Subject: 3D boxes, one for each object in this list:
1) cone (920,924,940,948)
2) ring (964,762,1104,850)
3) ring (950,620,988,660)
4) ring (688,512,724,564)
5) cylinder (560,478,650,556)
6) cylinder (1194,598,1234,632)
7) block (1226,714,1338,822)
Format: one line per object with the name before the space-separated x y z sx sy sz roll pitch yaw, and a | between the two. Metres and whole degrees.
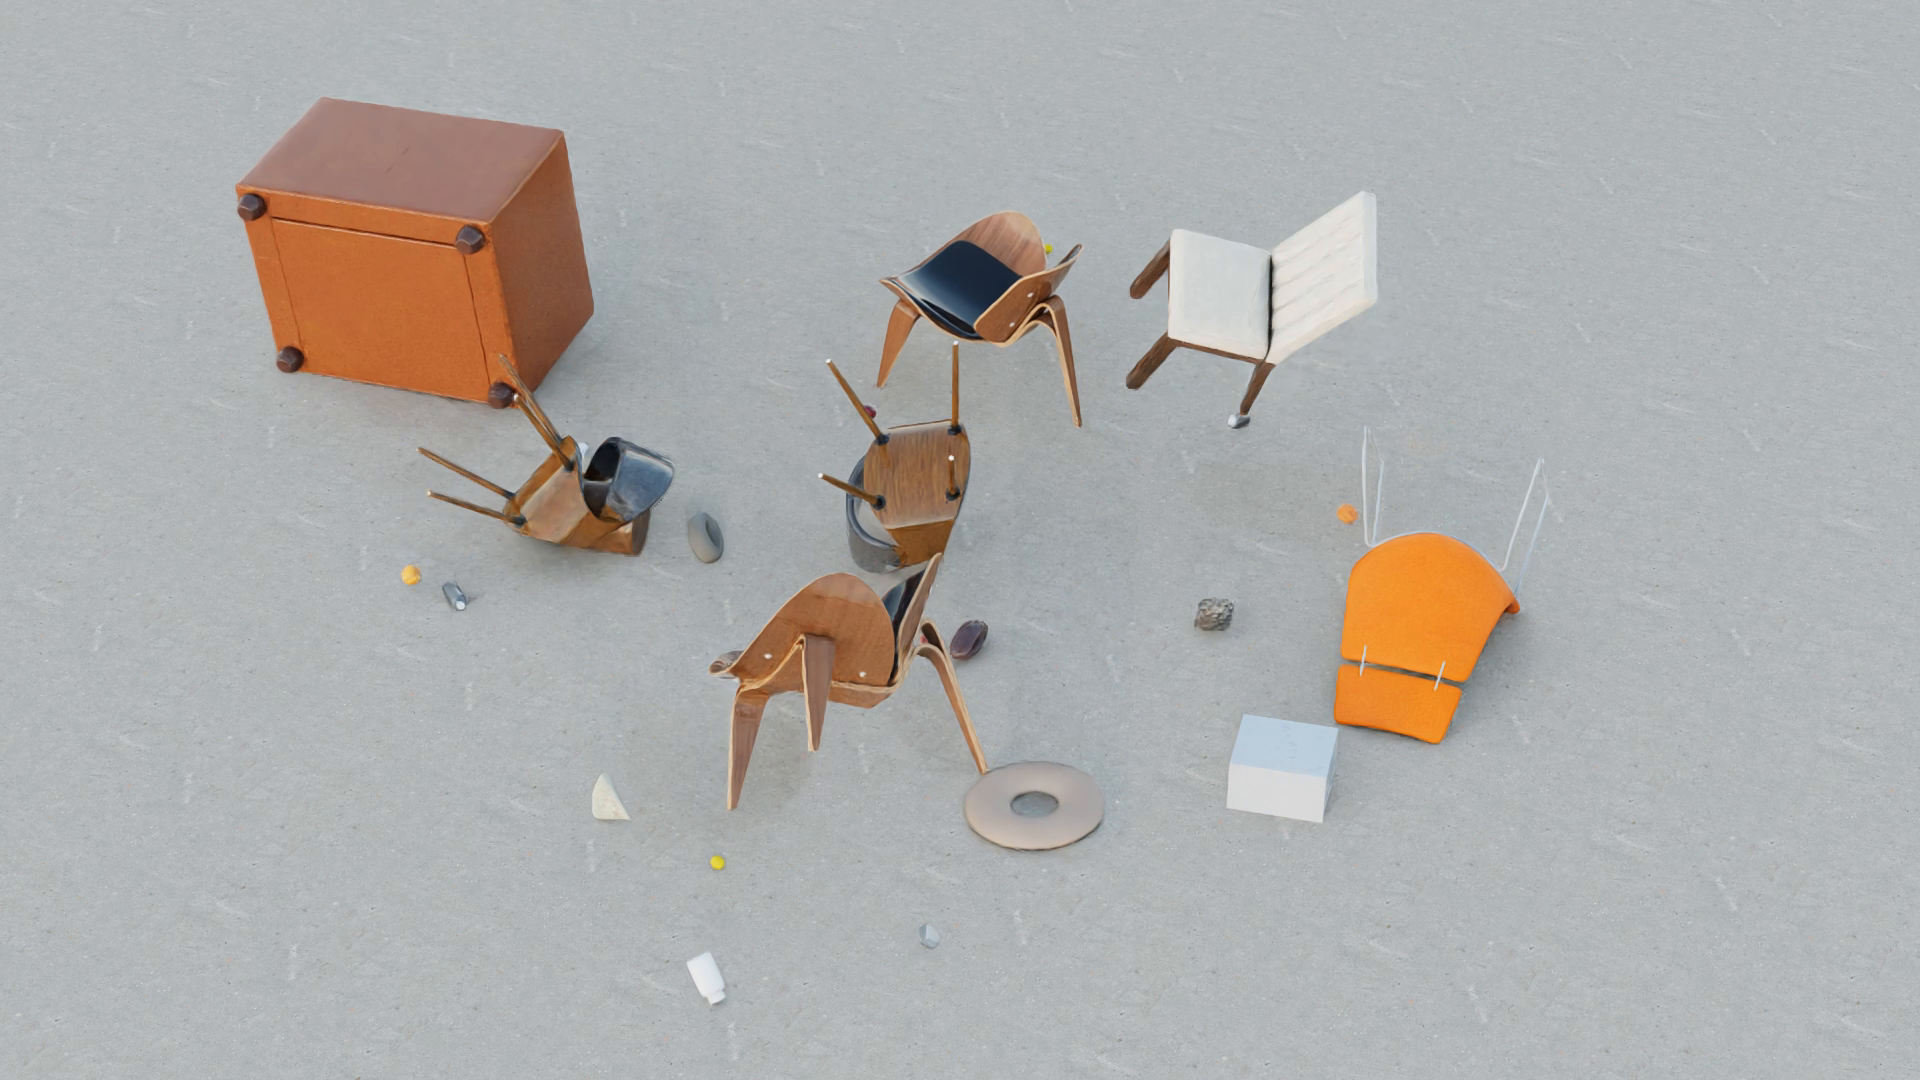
cone | -0.107 1.232 9.048 0.082 0.040 0.096 55 29 9
ring | 0.242 0.864 9.574 0.466 0.066 0.436 -12 36 -17
ring | 0.031 0.351 10.331 0.081 0.088 0.194 13 43 24
ring | -0.940 -0.008 10.830 0.077 0.155 0.235 -33 38 18
cylinder | -1.314 -0.086 10.861 0.282 0.252 0.180 8 4 12
cylinder | 0.900 0.265 10.386 0.111 0.162 0.076 24 67 -23
block | 1.061 0.750 9.638 0.315 0.185 0.275 8 34 12
